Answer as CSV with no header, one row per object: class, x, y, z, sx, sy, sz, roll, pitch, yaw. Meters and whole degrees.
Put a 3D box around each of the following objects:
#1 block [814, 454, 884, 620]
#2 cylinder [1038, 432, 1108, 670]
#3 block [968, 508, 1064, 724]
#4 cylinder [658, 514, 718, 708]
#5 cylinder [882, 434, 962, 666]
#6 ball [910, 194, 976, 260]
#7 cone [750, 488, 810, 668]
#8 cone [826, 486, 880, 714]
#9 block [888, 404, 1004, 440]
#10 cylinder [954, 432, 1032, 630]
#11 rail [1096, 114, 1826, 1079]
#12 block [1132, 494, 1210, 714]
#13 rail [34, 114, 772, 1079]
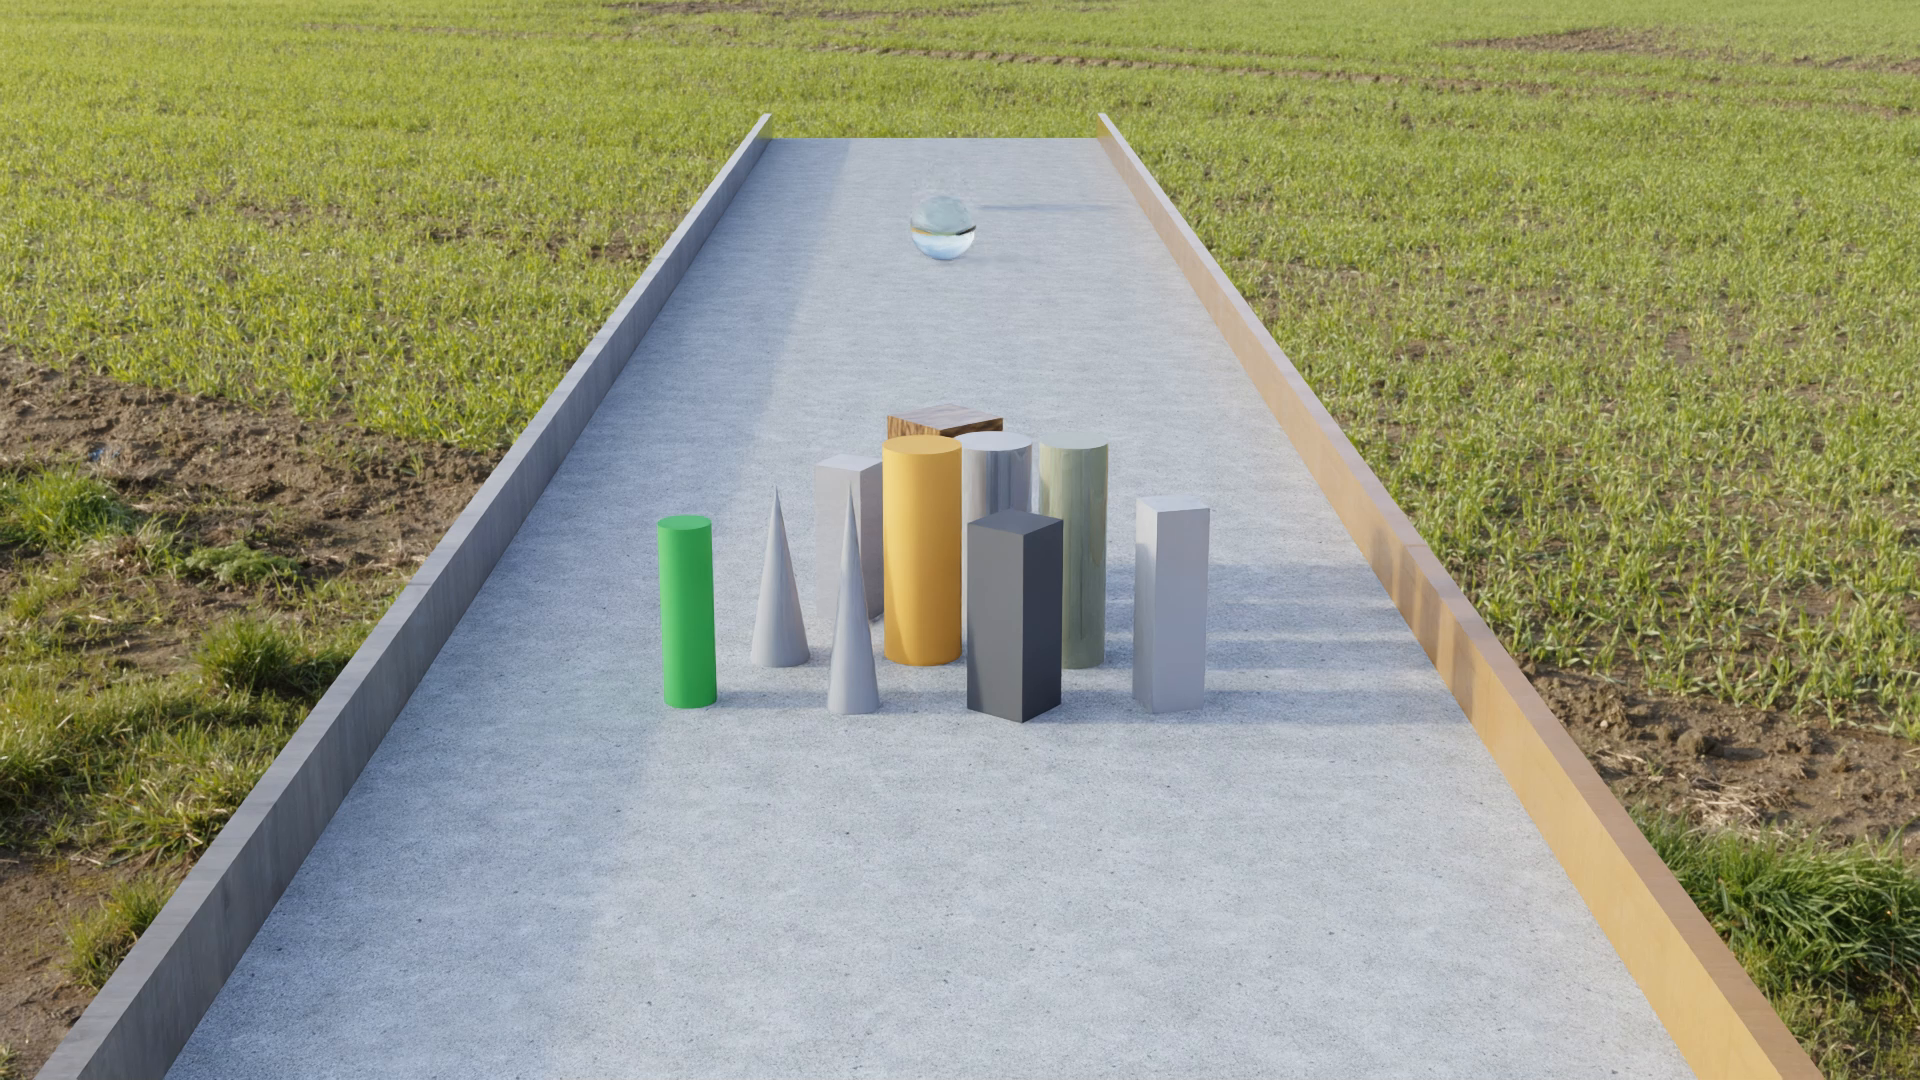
block,-0.229,-0.003,4.652,0.111,0.334,0.111,9,19,27
cylinder,0.223,0.022,4.364,0.136,0.451,0.136,0,17,0
block,0.103,0.140,4.115,0.128,0.365,0.128,12,20,35
cylinder,-0.514,0.136,4.153,0.101,0.352,0.101,0,17,0
cylinder,-0.075,0.020,4.394,0.157,0.436,0.157,0,17,0
ball,-0.071,-1.293,9.101,0.270,0.270,0.270,0,17,0
cone,-0.362,0.062,4.379,0.122,0.365,0.122,0,17,0
cone,-0.203,0.099,4.109,0.102,0.448,0.102,0,17,0
block,-0.033,-0.089,4.863,0.180,0.379,0.180,-14,21,-39
cylinder,0.067,-0.019,4.606,0.167,0.389,0.167,0,17,0
rail,0.932,-0.844,7.801,0.050,0.150,12.000,0,17,-1
block,0.395,0.120,4.133,0.104,0.394,0.104,-5,17,-16
rail,-1.118,-0.838,7.780,0.050,0.150,12.000,0,17,-1
